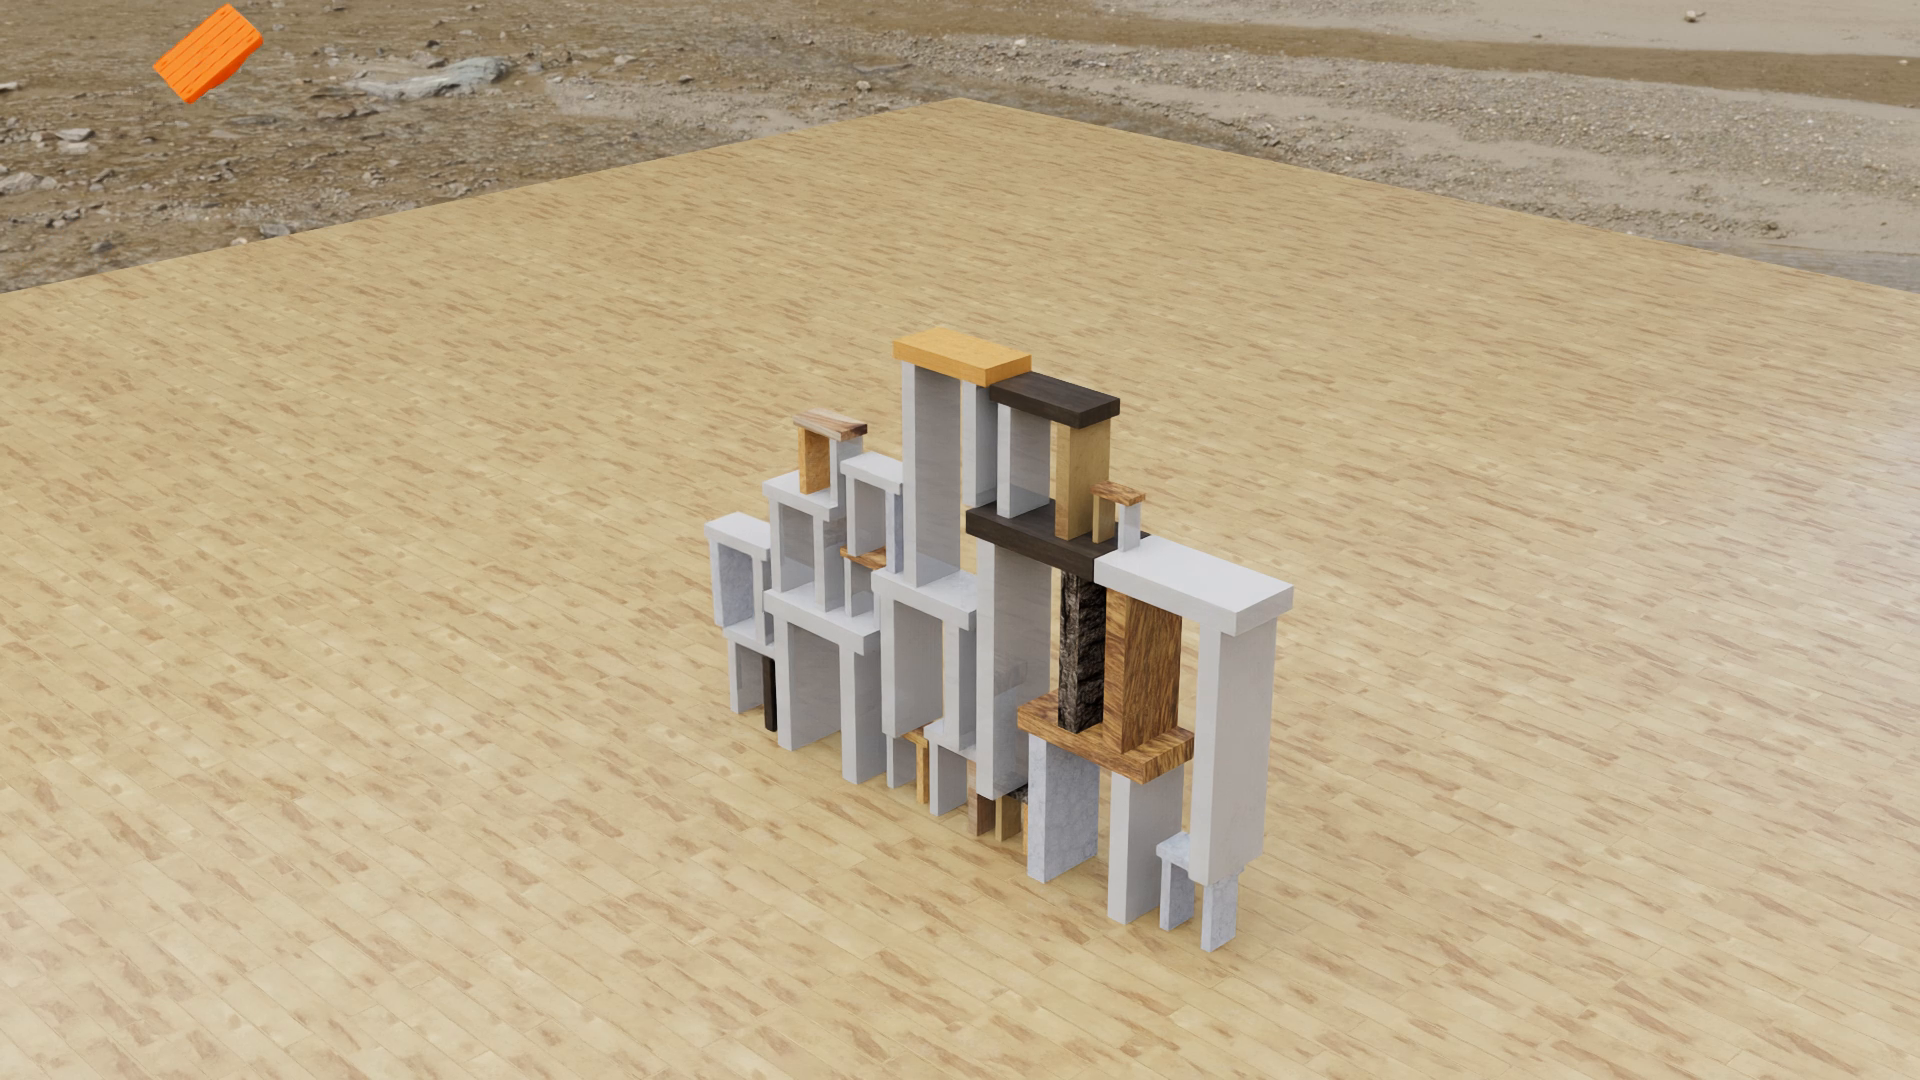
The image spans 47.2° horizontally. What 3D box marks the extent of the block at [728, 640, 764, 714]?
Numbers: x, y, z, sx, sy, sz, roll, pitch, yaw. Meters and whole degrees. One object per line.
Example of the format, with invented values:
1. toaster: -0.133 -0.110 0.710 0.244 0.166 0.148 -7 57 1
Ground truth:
1. block: -0.467 0.287 4.856 0.025 0.178 0.089 21 31 41

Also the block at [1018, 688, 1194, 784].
1. block: 0.272 0.355 4.079 0.309 0.044 0.154 21 31 41

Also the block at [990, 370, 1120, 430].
1. block: 0.169 -0.252 3.937 0.217 0.031 0.108 21 31 41

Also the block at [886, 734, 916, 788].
1. block: -0.121 0.442 4.548 0.019 0.133 0.067 21 31 41

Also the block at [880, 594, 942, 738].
1. block: -0.096 0.234 4.426 0.038 0.308 0.135 21 31 41

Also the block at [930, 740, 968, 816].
1. block: -0.024 0.468 4.444 0.024 0.166 0.083 21 31 41

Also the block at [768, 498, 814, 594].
1. block: -0.348 -0.002 4.601 0.029 0.207 0.104 21 31 41

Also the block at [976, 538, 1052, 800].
1. block: 0.103 0.228 4.206 0.045 0.539 0.158 21 31 41

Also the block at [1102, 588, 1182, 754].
1. block: 0.329 0.213 3.953 0.045 0.316 0.158 21 31 41

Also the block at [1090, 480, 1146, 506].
1. block: 0.279 -0.083 3.884 0.045 0.013 0.090 -21 31 -41

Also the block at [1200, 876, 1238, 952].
1. block: 0.472 0.669 3.996 0.074 0.148 0.021 -21 31 -41

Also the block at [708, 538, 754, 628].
1. block: -0.494 0.080 4.794 0.028 0.201 0.100 17 28 40

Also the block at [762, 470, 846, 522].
1. block: -0.299 -0.092 4.510 0.207 0.029 0.104 21 31 41

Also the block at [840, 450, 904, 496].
1. block: -0.147 -0.132 4.328 0.170 0.024 0.085 21 31 41

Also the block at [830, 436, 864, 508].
1. block: -0.227 -0.144 4.412 0.020 0.143 0.072 21 31 41

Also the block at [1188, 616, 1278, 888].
1. block: 0.477 0.356 3.851 0.045 0.500 0.158 21 31 41

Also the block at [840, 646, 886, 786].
1. block: -0.176 0.340 4.566 0.044 0.308 0.154 21 31 41

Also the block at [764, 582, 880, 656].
1. block: -0.248 0.150 4.564 0.308 0.044 0.154 21 31 41

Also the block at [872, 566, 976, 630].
1. block: -0.032 0.099 4.300 0.270 0.038 0.135 21 31 40

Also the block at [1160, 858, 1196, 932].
1. block: 0.403 0.642 4.060 0.021 0.148 0.074 21 31 41

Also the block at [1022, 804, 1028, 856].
1. block: 0.149 0.557 4.304 0.016 0.112 0.056 21 31 41

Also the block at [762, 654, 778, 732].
1. block: -0.385 0.320 4.779 0.025 0.178 0.089 21 31 41

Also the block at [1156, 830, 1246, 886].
1. block: 0.437 0.578 3.995 0.074 0.021 0.148 -21 31 -40

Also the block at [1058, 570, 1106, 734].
1. block: 0.252 0.182 4.025 0.045 0.315 0.157 21 31 41

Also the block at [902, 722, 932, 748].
1. block: -0.090 0.384 4.490 0.133 0.019 0.067 21 31 40

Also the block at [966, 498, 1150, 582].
1. block: 0.177 -0.012 4.023 0.315 0.045 0.158 21 31 41

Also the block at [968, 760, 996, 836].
1. block: 0.055 0.499 4.372 0.024 0.166 0.083 21 31 41

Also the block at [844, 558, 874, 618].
1. block: -0.205 0.088 4.488 0.065 0.130 0.018 -21 31 -41

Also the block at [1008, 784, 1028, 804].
1. block: 0.122 0.487 4.304 0.112 0.016 0.056 21 31 41

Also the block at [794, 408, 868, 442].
1. block: -0.261 -0.232 4.411 0.072 0.020 0.143 -21 31 -41

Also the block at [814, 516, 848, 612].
1. block: -0.250 0.036 4.511 0.029 0.207 0.103 21 31 41

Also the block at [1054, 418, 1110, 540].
1. block: 0.220 -0.118 3.938 0.031 0.217 0.108 21 31 41

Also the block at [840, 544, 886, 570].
1. block: -0.174 0.032 4.431 0.130 0.018 0.065 21 31 41

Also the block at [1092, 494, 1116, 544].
1. block: 0.257 -0.043 3.924 0.013 0.091 0.045 21 31 41

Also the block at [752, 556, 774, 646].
1. block: -0.396 0.115 4.711 0.028 0.201 0.100 18 29 37

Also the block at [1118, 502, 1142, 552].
1. block: 0.300 -0.027 3.884 0.045 0.090 0.013 -21 31 -41

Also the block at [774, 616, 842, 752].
1. block: -0.321 0.283 4.700 0.044 0.308 0.154 21 31 41

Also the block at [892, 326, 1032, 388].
1. block: 0.003 -0.341 4.078 0.242 0.034 0.121 21 31 40

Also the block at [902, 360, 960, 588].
1. block: -0.054 -0.138 4.226 0.034 0.456 0.121 21 31 40

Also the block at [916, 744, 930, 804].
1. block: -0.058 0.467 4.491 0.019 0.133 0.067 21 31 41

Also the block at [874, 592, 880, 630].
1. block: -0.144 0.112 4.432 0.018 0.130 0.065 21 31 41

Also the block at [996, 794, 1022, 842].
1. block: 0.096 0.536 4.353 0.016 0.113 0.056 21 31 41

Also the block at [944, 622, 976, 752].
1. block: 0.032 0.266 4.302 0.038 0.270 0.135 21 31 41

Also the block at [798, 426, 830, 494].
1. block: -0.294 -0.170 4.474 0.020 0.143 0.072 21 31 41

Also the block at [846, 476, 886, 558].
1. block: -0.187 -0.059 4.403 0.024 0.170 0.085 21 31 41

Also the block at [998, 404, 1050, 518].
1. block: 0.118 -0.158 4.032 0.031 0.217 0.108 21 31 41

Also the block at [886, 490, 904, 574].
1. block: -0.107 -0.027 4.329 0.024 0.171 0.085 21 31 40

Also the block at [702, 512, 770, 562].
1. block: -0.446 -0.008 4.709 0.201 0.028 0.100 20 30 39

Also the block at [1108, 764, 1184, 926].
1. block: 0.345 0.545 4.081 0.044 0.309 0.154 21 31 41

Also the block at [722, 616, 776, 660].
1. block: -0.424 0.210 4.776 0.178 0.025 0.089 20 30 39

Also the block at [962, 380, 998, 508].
1. block: 0.059 -0.192 4.079 0.034 0.242 0.121 21 31 41

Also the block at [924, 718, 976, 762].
1. block: 0.016 0.396 4.371 0.166 0.024 0.083 21 31 41

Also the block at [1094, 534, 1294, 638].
1. block: 0.403 0.076 3.814 0.158 0.045 0.316 -21 31 -40

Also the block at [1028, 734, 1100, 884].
1. block: 0.199 0.488 4.215 0.044 0.309 0.154 21 31 41
